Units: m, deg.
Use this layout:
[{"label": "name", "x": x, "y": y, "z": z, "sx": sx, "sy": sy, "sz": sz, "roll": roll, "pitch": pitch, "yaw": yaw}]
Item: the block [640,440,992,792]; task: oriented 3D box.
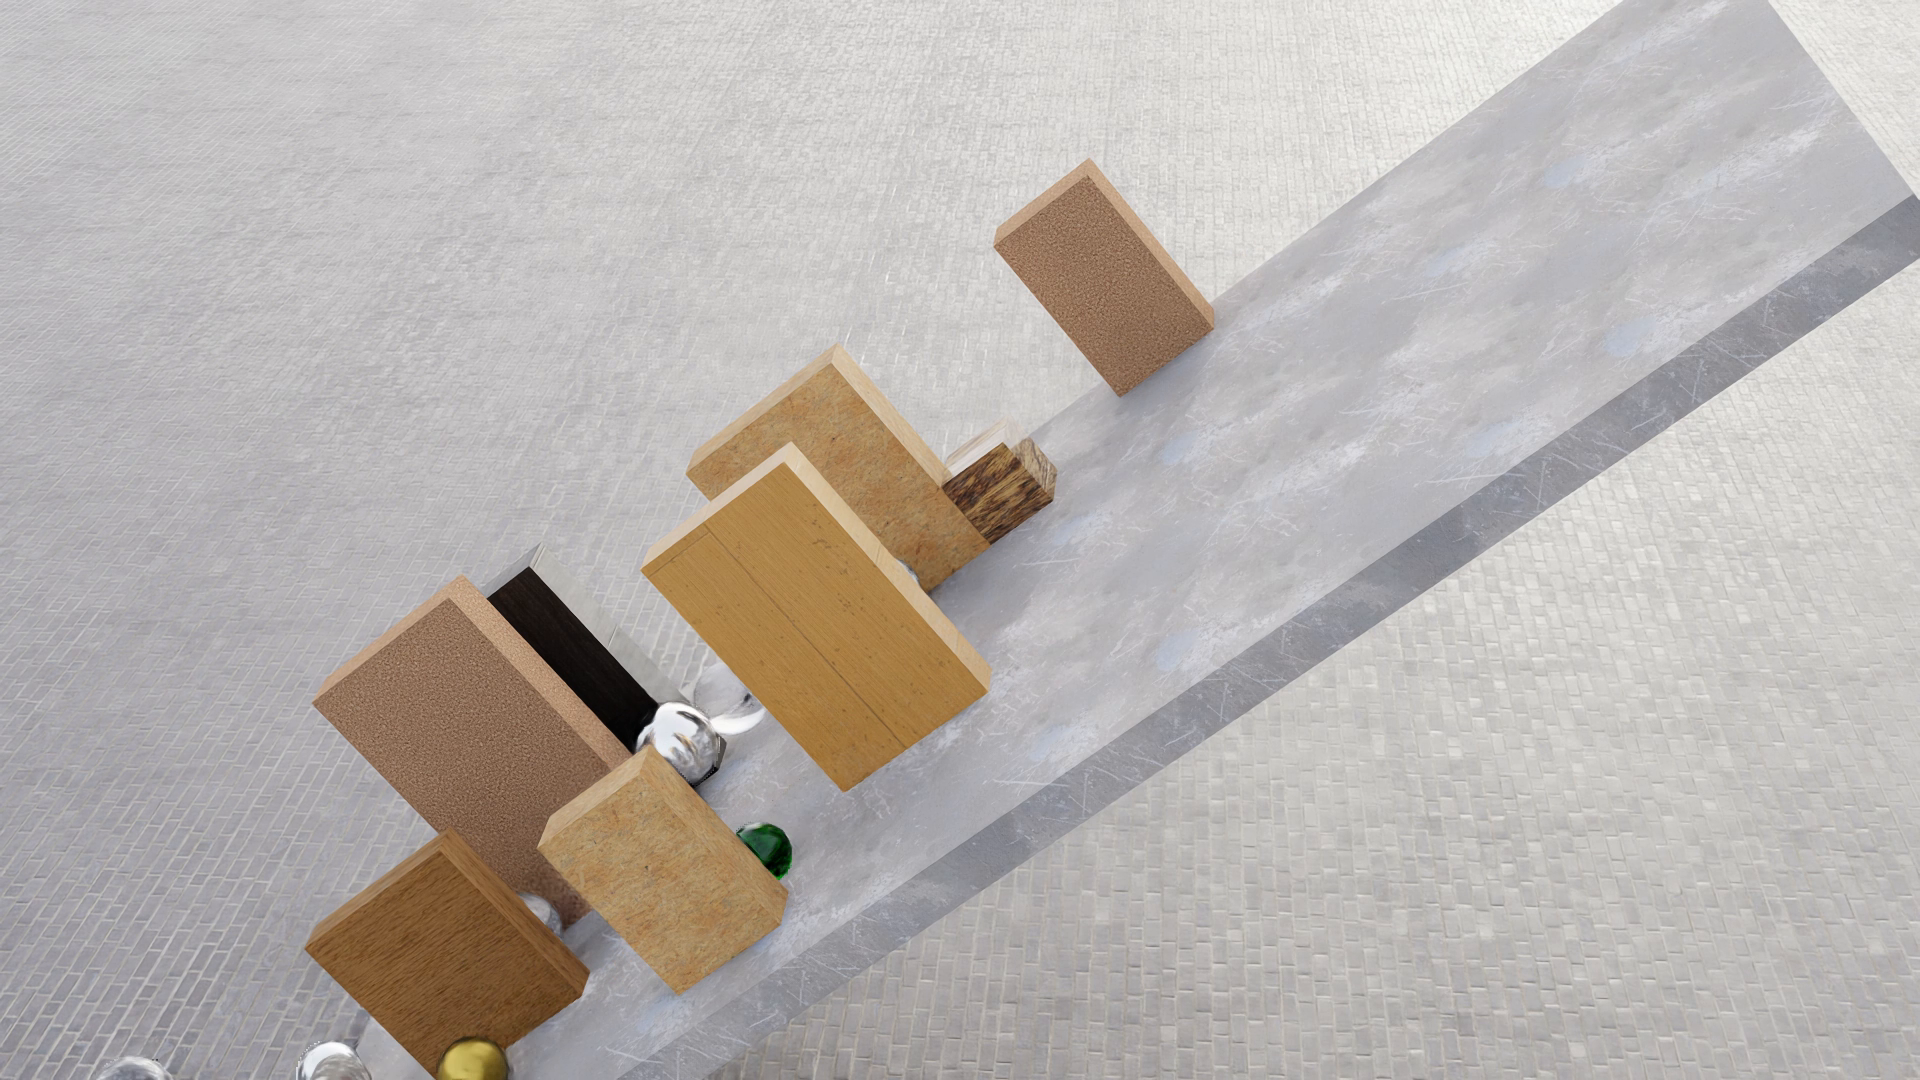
[{"label": "block", "x": -0.289, "y": 0.163, "z": 5.991, "sx": 0.386, "sy": 0.639, "sz": 0.109, "roll": -36, "pitch": 16, "yaw": 18}]

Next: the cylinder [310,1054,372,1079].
[{"label": "cylinder", "x": -1.404, "y": 1.252, "z": 6.606, "sx": 0.137, "sy": 0.137, "sz": 0.137, "roll": 1, "pitch": 24, "yaw": 3}]

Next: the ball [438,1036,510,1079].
[{"label": "ball", "x": -1.004, "y": 1.096, "z": 6.069, "sx": 0.146, "sy": 0.146, "sz": 0.146, "roll": 0, "pitch": 24, "yaw": 0}]

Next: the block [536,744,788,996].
[{"label": "block", "x": -0.581, "y": 0.649, "z": 5.777, "sx": 0.269, "sy": 0.417, "sz": 0.129, "roll": -36, "pitch": 16, "yaw": 18}]

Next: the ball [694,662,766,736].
[{"label": "ball", "x": -0.534, "y": 0.368, "z": 6.874, "sx": 0.177, "sy": 0.177, "sz": 0.177, "roll": 0, "pitch": 24, "yaw": 0}]

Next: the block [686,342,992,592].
[{"label": "block", "x": -0.274, "y": -0.095, "z": 6.785, "sx": 0.441, "sy": 0.567, "sz": 0.136, "roll": -36, "pitch": 16, "yaw": 18}]

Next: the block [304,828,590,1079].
[{"label": "block", "x": -1.090, "y": 0.895, "z": 6.263, "sx": 0.400, "sy": 0.443, "sz": 0.097, "roll": -36, "pitch": 16, "yaw": 18}]

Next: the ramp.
[{"label": "ramp", "x": 0.121, "y": 0.185, "z": 6.341, "sx": 4.000, "sy": 0.100, "sz": 2.000, "roll": -36, "pitch": 16, "yaw": 18}]

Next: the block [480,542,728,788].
[{"label": "block", "x": -0.901, "y": 0.371, "z": 6.843, "sx": 0.364, "sy": 0.654, "sz": 0.135, "roll": -36, "pitch": 16, "yaw": 18}]

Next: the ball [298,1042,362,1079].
[{"label": "ball", "x": -1.444, "y": 1.226, "z": 6.754, "sx": 0.147, "sy": 0.147, "sz": 0.147, "roll": 0, "pitch": 24, "yaw": 0}]

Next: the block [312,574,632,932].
[{"label": "block", "x": -1.017, "y": 0.495, "z": 6.569, "sx": 0.423, "sy": 0.768, "sz": 0.126, "roll": -36, "pitch": 16, "yaw": 18}]

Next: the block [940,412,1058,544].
[{"label": "block", "x": 0.092, "y": -0.142, "z": 6.768, "sx": 0.182, "sy": 0.182, "sz": 0.182, "roll": -36, "pitch": 16, "yaw": 19}]

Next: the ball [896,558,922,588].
[{"label": "ball", "x": -0.170, "y": 0.120, "z": 6.707, "sx": 0.164, "sy": 0.164, "sz": 0.164, "roll": 0, "pitch": 24, "yaw": 0}]

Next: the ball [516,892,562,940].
[{"label": "ball", "x": -0.973, "y": 0.873, "z": 6.538, "sx": 0.178, "sy": 0.178, "sz": 0.178, "roll": 0, "pitch": 24, "yaw": 0}]

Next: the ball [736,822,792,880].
[{"label": "ball", "x": -0.403, "y": 0.634, "z": 5.935, "sx": 0.130, "sy": 0.130, "sz": 0.130, "roll": 0, "pitch": 24, "yaw": 0}]

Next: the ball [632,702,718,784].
[{"label": "ball", "x": -0.649, "y": 0.467, "z": 6.685, "sx": 0.195, "sy": 0.195, "sz": 0.195, "roll": 0, "pitch": 24, "yaw": 0}]

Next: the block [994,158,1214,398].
[{"label": "block", "x": 0.340, "y": -0.615, "z": 6.914, "sx": 0.280, "sy": 0.476, "sz": 0.141, "roll": -36, "pitch": 16, "yaw": 18}]

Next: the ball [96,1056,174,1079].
[{"label": "ball", "x": -1.914, "y": 1.298, "z": 6.814, "sx": 0.198, "sy": 0.198, "sz": 0.198, "roll": 0, "pitch": 24, "yaw": 0}]
